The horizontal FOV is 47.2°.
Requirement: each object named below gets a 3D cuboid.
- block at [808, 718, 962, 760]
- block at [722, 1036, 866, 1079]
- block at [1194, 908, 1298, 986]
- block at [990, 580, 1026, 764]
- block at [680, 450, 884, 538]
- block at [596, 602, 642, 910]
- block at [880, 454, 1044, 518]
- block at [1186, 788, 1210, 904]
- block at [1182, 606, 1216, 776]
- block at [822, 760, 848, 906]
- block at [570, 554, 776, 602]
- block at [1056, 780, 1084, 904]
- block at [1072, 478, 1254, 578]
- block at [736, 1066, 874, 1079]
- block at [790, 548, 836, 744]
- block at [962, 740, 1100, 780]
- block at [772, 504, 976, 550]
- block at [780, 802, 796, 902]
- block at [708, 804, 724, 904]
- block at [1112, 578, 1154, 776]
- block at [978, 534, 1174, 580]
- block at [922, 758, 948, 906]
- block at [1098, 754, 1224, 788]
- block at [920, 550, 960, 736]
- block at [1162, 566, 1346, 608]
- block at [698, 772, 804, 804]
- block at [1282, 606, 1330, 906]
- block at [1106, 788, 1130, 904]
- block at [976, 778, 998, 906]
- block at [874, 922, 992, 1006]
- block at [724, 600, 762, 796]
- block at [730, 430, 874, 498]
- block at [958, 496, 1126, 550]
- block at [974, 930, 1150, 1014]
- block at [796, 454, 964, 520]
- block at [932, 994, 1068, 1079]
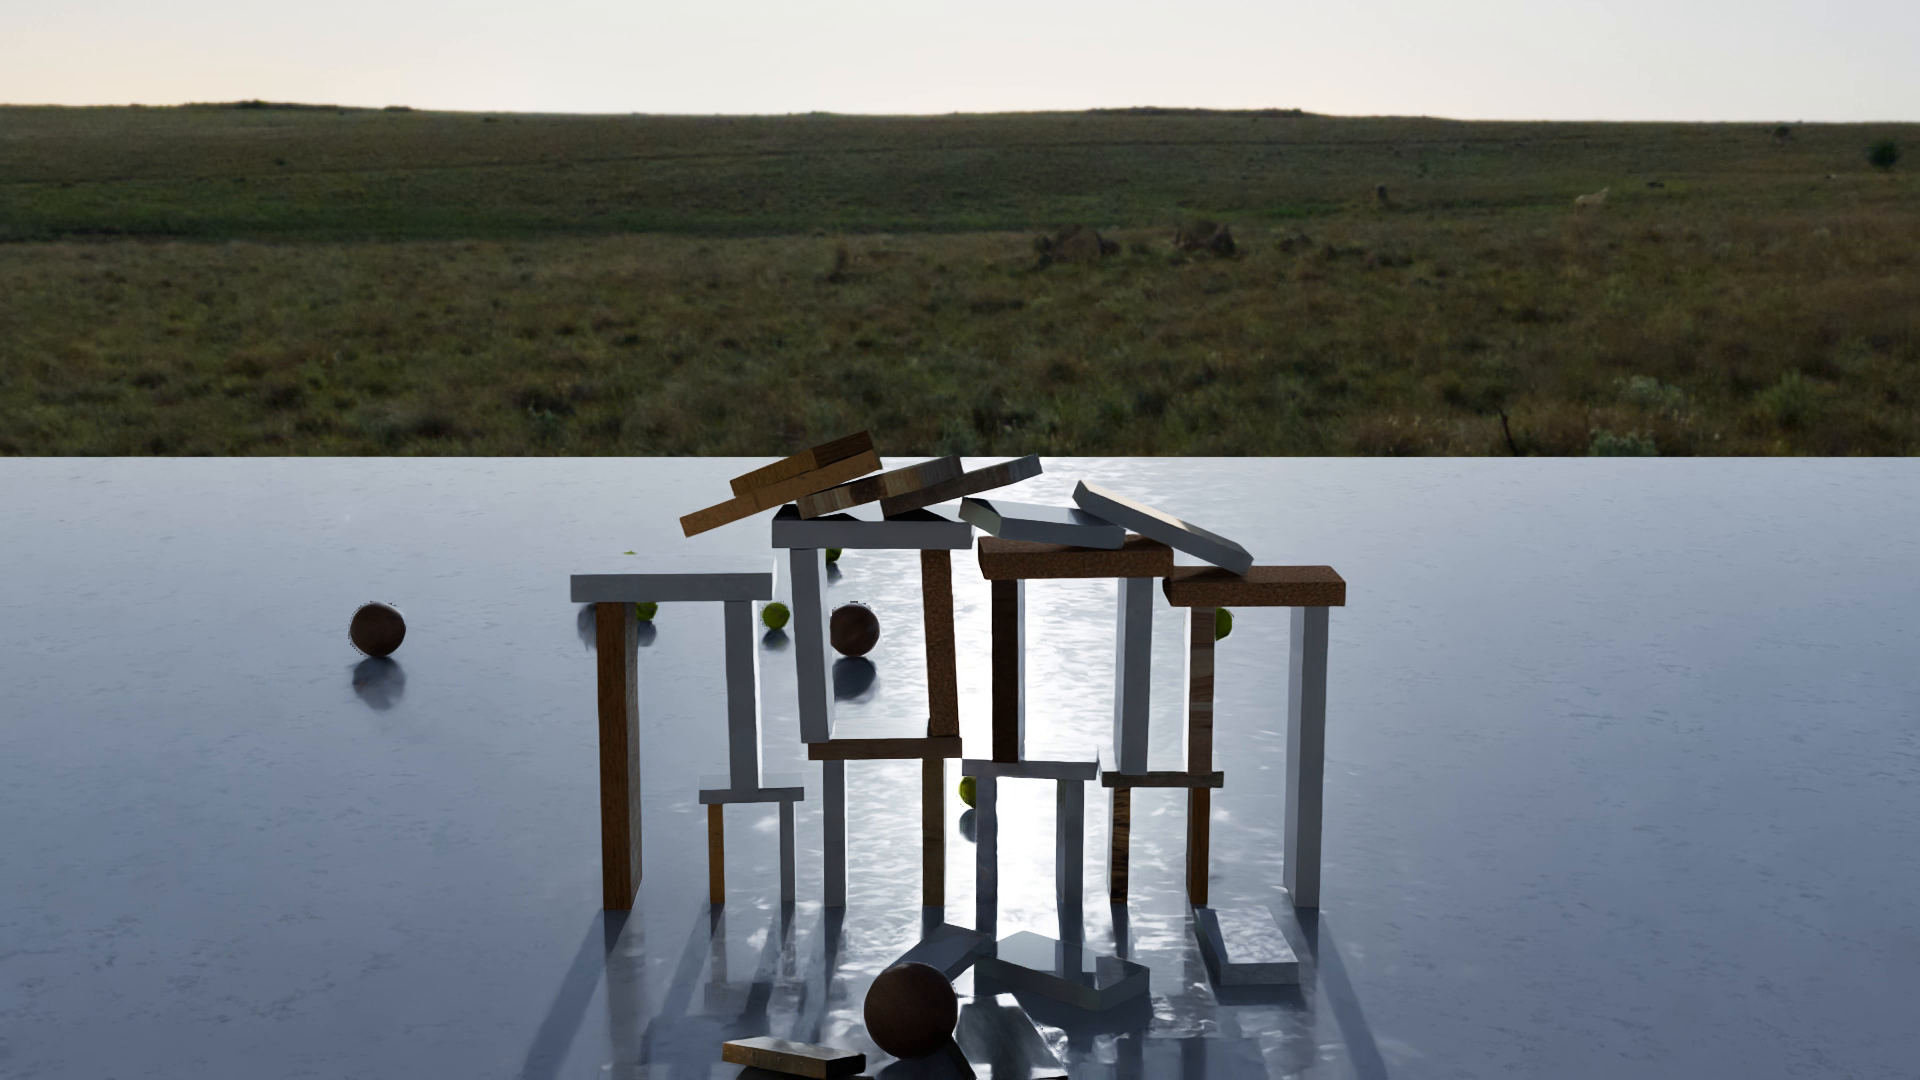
[{"bbox_3d":[-0.123,0.327,3.620,0.250,0.035,0.125,-1,11,-3],"label":"block"},{"bbox_3d":[-0.222,0.693,2.945,0.175,0.025,0.087,0,-5,34],"label":"block"},{"bbox_3d":[0.439,0.625,3.392,0.117,0.033,0.235,-1,11,-3],"label":"block"},{"bbox_3d":[0.080,0.197,3.589,0.043,0.302,0.151,1,11,6],"label":"block"},{"bbox_3d":[-0.286,-0.076,3.551,0.327,0.034,0.120,-19,2,2],"label":"block"},{"bbox_3d":[-0.560,0.337,3.623,0.045,0.515,0.160,0,11,-2],"label":"block"},{"bbox_3d":[0.001,-0.086,3.485,0.235,0.033,0.117,-14,3,28],"label":"block"},{"bbox_3d":[0.395,0.492,3.652,0.028,0.198,0.099,0,11,1],"label":"block"},{"bbox_3d":[0.391,0.231,3.602,0.039,0.278,0.139,0,11,2],"label":"block"},{"bbox_3d":[-0.206,0.467,3.648,0.035,0.250,0.125,0,11,-1],"label":"block"},{"bbox_3d":[-0.461,0.061,3.571,0.319,0.045,0.160,-1,11,-2],"label":"block"},{"bbox_3d":[0.182,0.482,3.650,0.031,0.219,0.109,-1,11,-5],"label":"block"},{"bbox_3d":[0.328,-0.021,3.577,0.292,0.034,0.120,22,8,-8],"label":"block"},{"bbox_3d":[-0.209,0.724,2.877,0.175,0.025,0.087,2,11,13],"label":"block"},{"bbox_3d":[-0.239,0.156,3.574,0.045,0.316,0.158,-3,11,1],"label":"block"},{"bbox_3d":[0.116,0.362,3.615,0.219,0.031,0.109,1,11,6],"label":"block"},{"bbox_3d":[-0.136,-0.022,3.539,0.316,0.045,0.158,0,11,3],"label":"block"},{"bbox_3d":[-0.286,0.505,3.658,0.024,0.171,0.086,-1,11,-3],"label":"block"},{"bbox_3d":[-0.405,0.507,3.650,0.024,0.171,0.086,-1,11,-7],"label":"block"},{"bbox_3d":[0.283,0.206,3.602,0.043,0.326,0.151,1,11,-1],"label":"block"},{"bbox_3d":[0.184,0.026,3.560,0.302,0.043,0.151,-1,11,-3],"label":"block"},{"bbox_3d":[-0.042,0.466,3.650,0.035,0.250,0.125,0,11,2],"label":"block"},{"bbox_3d":[0.330,0.381,3.632,0.198,0.028,0.099,0,11,0],"label":"block"},{"bbox_3d":[-0.034,0.148,3.617,0.045,0.316,0.158,-3,11,-3],"label":"block"},{"bbox_3d":[0.475,0.074,3.575,0.278,0.039,0.139,0,11,-1],"label":"block"},{"bbox_3d":[-0.345,0.410,3.635,0.171,0.024,0.085,-1,11,-6],"label":"block"},{"bbox_3d":[0.570,0.341,3.628,0.039,0.504,0.139,0,11,0],"label":"block"},{"bbox_3d":[0.263,0.492,3.653,0.028,0.198,0.099,1,11,0],"label":"block"},{"bbox_3d":[0.045,0.483,3.648,0.031,0.219,0.109,1,11,4],"label":"block"},{"bbox_3d":[-0.040,0.631,3.277,0.087,0.025,0.175,7,25,37],"label":"block"},{"bbox_3d":[-0.355,0.240,3.605,0.045,0.320,0.160,-2,11,-3],"label":"block"},{"bbox_3d":[-0.261,-0.122,3.607,0.120,0.034,0.240,-21,2,-41],"label":"block"},{"bbox_3d":[0.131,-0.026,3.476,0.240,0.034,0.120,5,13,-33],"label":"block"},{"bbox_3d":[0.151,0.643,3.290,0.240,0.034,0.120,9,14,40],"label":"block"},{"bbox_3d":[-0.126,-0.084,3.451,0.240,0.034,0.120,-13,5,34],"label":"block"},{"bbox_3d":[0.051,0.695,3.010,0.117,0.033,0.286,-3,11,-14],"label":"block"}]
